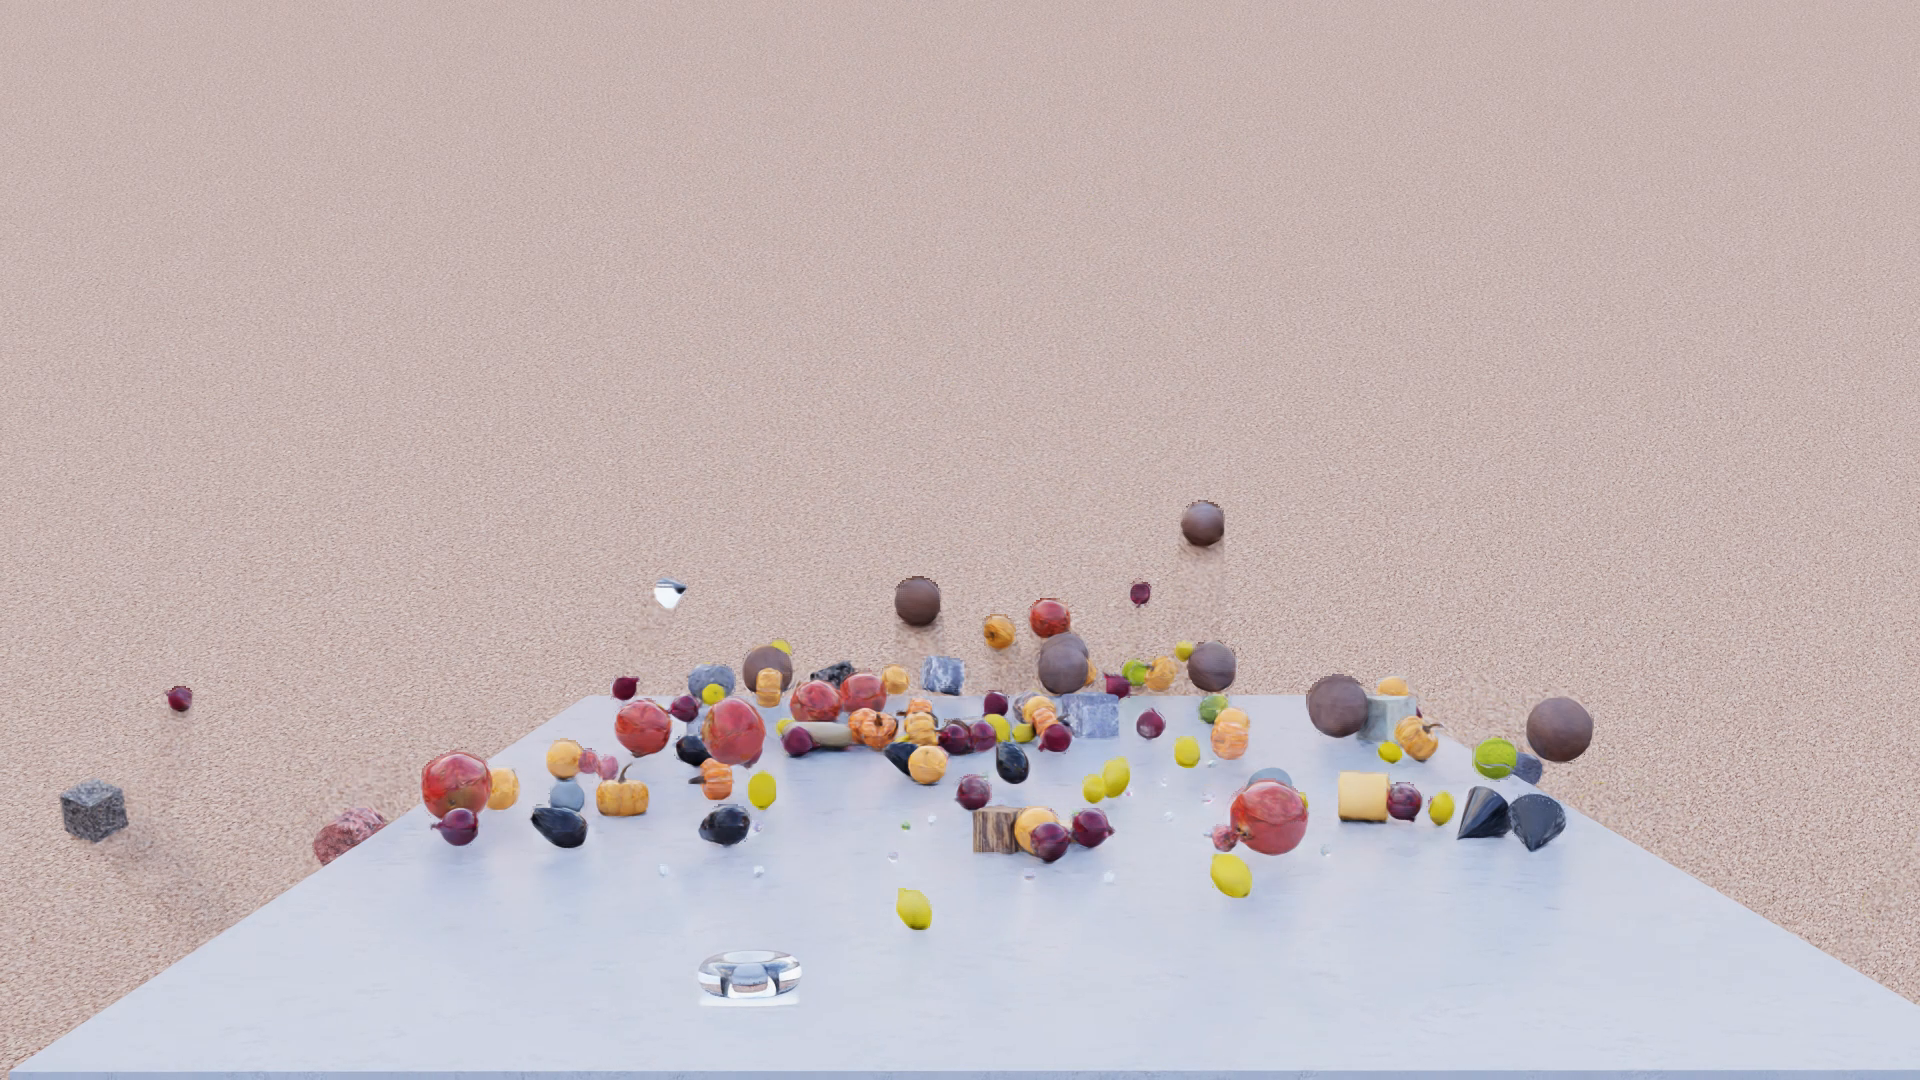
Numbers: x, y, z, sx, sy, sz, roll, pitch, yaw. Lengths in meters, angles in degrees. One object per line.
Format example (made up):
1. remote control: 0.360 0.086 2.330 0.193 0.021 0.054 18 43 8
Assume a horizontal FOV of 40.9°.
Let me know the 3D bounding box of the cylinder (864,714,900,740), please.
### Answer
1. cylinder: -0.167 0.400 5.512 0.055 0.055 0.055 12 6 24

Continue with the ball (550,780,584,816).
1. ball: -0.664 0.437 4.353 0.060 0.060 0.060 0 25 0

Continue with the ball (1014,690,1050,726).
1. ball: 0.160 0.378 5.786 0.082 0.082 0.082 0 25 0

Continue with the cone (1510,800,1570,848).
1. cone: 0.888 0.457 3.990 0.092 0.092 0.092 11 13 23

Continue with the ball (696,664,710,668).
1. ball: -0.675 0.354 6.792 0.056 0.056 0.056 0 25 0

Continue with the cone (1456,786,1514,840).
1. cone: 0.819 0.454 4.109 0.090 0.090 0.090 -34 39 -32

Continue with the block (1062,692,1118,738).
1. block: 0.283 0.381 5.602 0.089 0.089 0.089 -1 2 -28

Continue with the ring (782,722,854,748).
1. ring: -0.296 0.405 5.342 0.148 0.049 0.148 3 -8 0

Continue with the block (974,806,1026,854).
1. block: 0.061 0.447 3.980 0.062 0.062 0.062 1 2 23

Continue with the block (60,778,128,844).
1. block: -2.053 0.642 6.113 0.099 0.099 0.099 14 28 28

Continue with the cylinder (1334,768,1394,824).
1. cylinder: 0.673 0.428 4.294 0.078 0.078 0.078 18 29 14

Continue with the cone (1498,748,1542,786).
1. cone: 1.086 0.437 5.101 0.099 0.099 0.099 -25 39 22

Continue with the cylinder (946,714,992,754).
1. cylinder: 0.020 0.401 5.303 0.067 0.067 0.067 -24 34 -38

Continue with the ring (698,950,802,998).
1. ring: -0.239 0.493 2.930 0.119 0.040 0.119 -1 1 0

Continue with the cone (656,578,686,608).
1. cone: -0.788 0.139 7.184 0.088 0.088 0.088 -15 8 44

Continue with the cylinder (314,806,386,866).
1. cylinder: -1.100 0.541 4.655 0.095 0.095 0.095 6 17 13

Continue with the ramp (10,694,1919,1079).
1. ramp: 0.056 0.510 4.552 2.000 0.100 4.000 0 2 0

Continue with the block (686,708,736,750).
1. block: -0.521 0.394 5.396 0.076 0.076 0.076 1 2 20

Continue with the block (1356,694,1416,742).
1. block: 0.912 0.382 5.517 0.091 0.091 0.091 -2 2 -38

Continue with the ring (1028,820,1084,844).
1. ring: 0.152 0.461 4.069 0.089 0.030 0.089 0 0 0

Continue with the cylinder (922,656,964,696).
1. cylinder: -0.043 0.340 6.463 0.087 0.087 0.087 12 22 -15

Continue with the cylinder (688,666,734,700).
1. cylinder: -0.615 0.354 6.374 0.081 0.081 0.081 -3 17 42
